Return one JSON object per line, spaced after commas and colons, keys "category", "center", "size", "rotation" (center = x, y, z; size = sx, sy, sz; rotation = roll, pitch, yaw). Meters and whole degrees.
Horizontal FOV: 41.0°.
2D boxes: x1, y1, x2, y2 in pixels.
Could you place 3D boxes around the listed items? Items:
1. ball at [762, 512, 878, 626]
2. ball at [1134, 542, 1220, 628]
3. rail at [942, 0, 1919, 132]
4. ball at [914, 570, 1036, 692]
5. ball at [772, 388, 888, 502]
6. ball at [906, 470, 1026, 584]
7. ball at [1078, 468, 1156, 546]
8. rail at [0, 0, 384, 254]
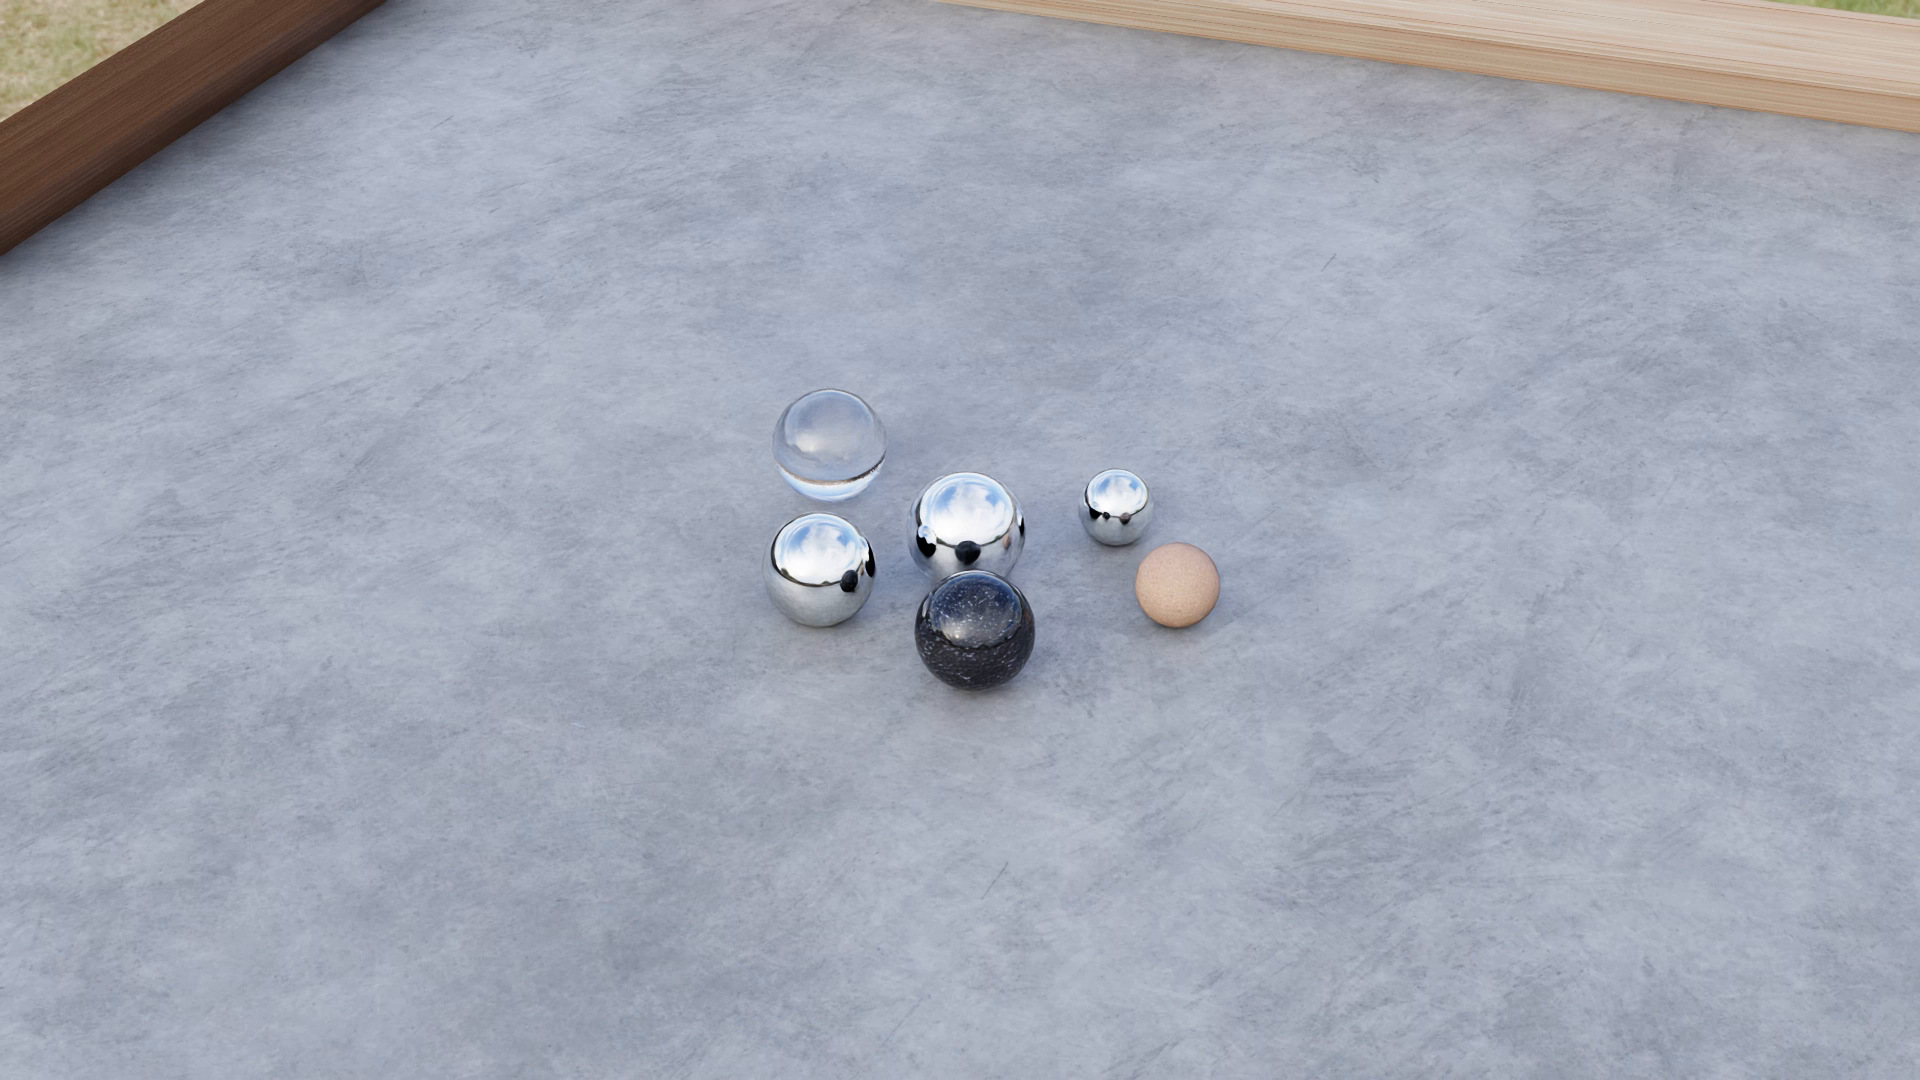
{"category": "ball", "center": [-0.110, 0.023, 2.004], "size": [0.090, 0.090, 0.090], "rotation": [0, 33, 0]}
{"category": "ball", "center": [0.170, 0.035, 2.006], "size": [0.067, 0.067, 0.067], "rotation": [0, 33, 0]}
{"category": "rail", "center": [1.439, -0.411, 2.643], "size": [4.416, 0.125, 0.045], "rotation": [11, 34, 17]}
{"category": "ball", "center": [0.011, 0.069, 1.932], "size": [0.092, 0.092, 0.092], "rotation": [0, 33, 0]}
{"category": "ball", "center": [-0.110, -0.080, 2.157], "size": [0.097, 0.097, 0.097], "rotation": [0, 33, 0]}
{"category": "ball", "center": [0.005, -0.008, 2.045], "size": [0.096, 0.096, 0.096], "rotation": [0, 33, 0]}
{"category": "ball", "center": [0.128, -0.027, 2.106], "size": [0.064, 0.064, 0.064], "rotation": [0, 33, 0]}
{"category": "rail", "center": [-1.015, -0.219, 2.344], "size": [0.045, 0.125, 2.396], "rotation": [11, 34, 17]}
